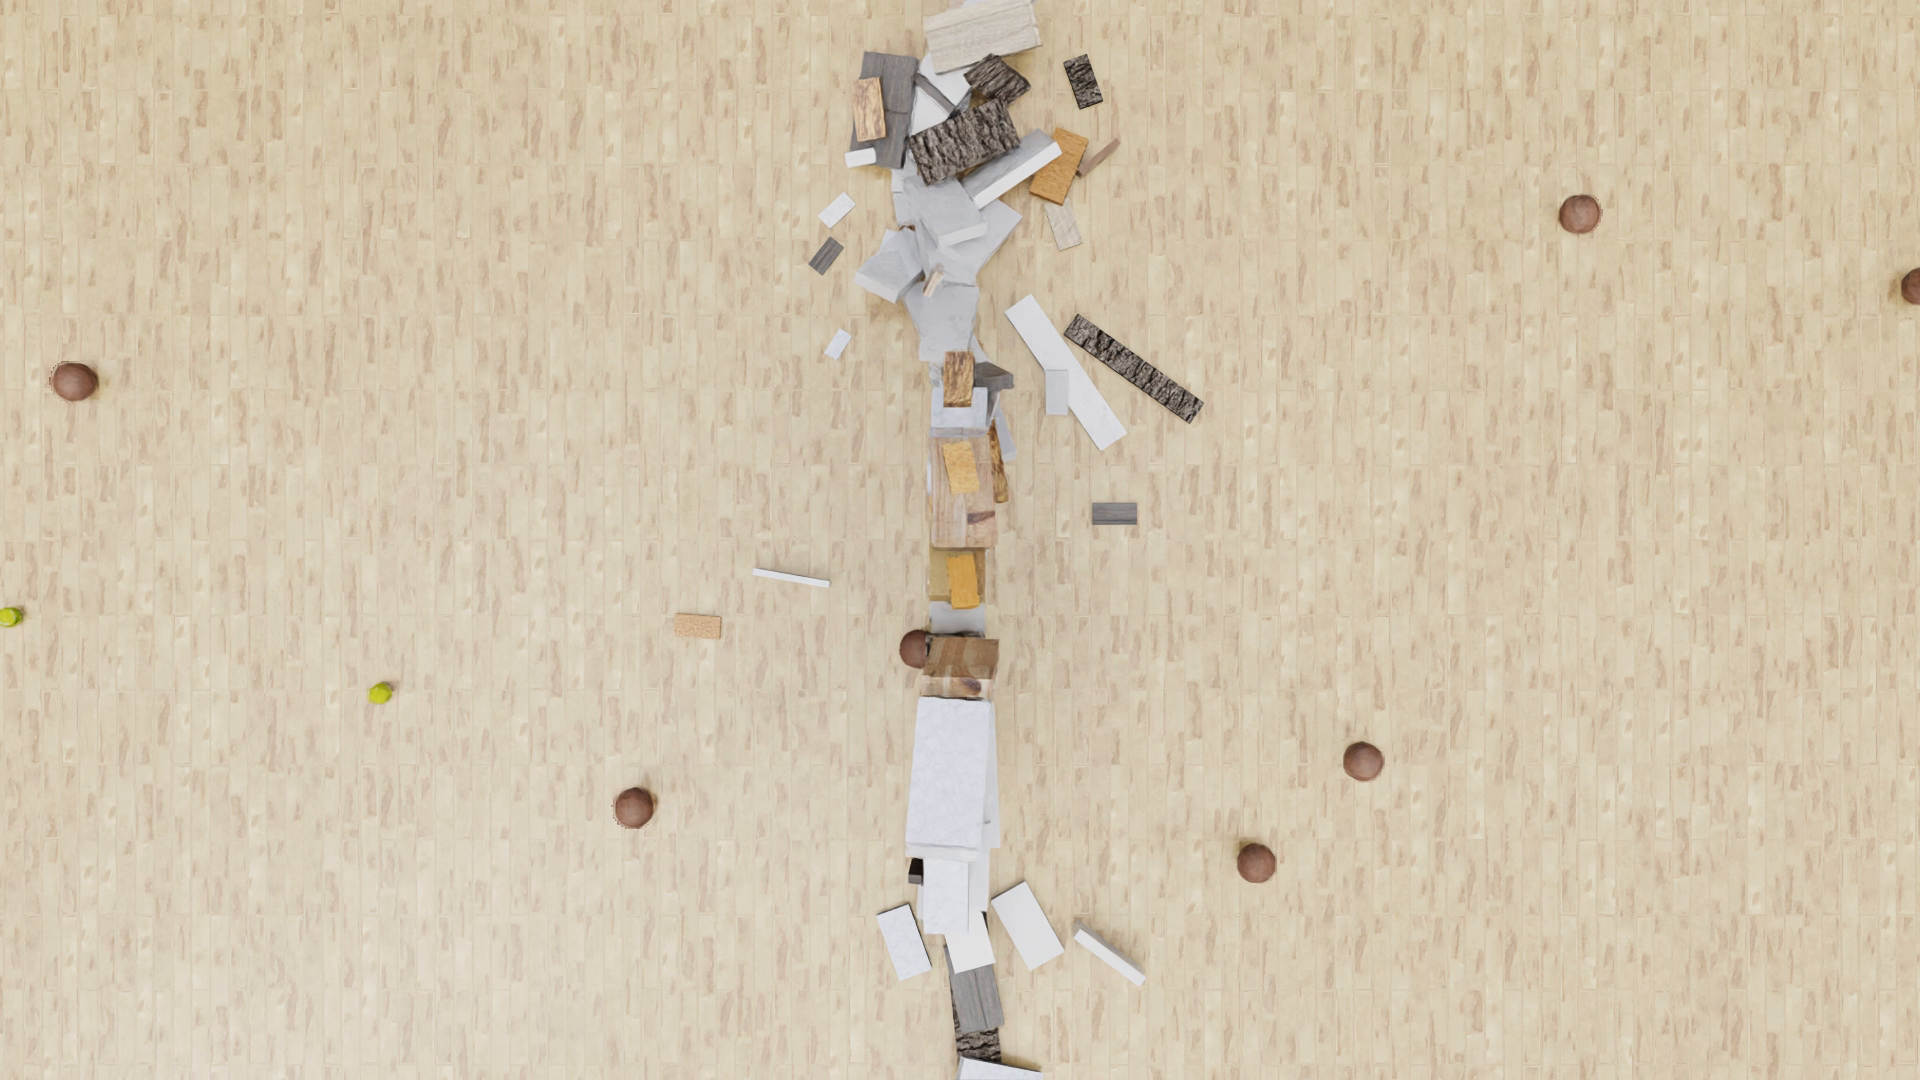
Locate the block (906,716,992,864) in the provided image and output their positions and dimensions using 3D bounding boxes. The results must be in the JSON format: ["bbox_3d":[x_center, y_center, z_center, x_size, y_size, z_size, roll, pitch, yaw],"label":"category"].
[{"bbox_3d":[-0.025,0.588,3.933,0.173,0.049,0.346,5,71,1],"label":"block"}]

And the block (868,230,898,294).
[{"bbox_3d":[-0.225,-0.914,5.485,0.107,0.030,0.214,17,90,0],"label":"block"}]

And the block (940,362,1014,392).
[{"bbox_3d":[0.049,-0.480,4.885,0.148,0.297,0.042,-9,105,-11],"label":"block"}]

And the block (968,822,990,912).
[{"bbox_3d":[0.018,0.789,3.997,0.106,0.030,0.212,2,90,0],"label":"block"}]

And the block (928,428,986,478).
[{"bbox_3d":[-0.007,-0.237,4.482,0.158,0.316,0.045,1,111,-1],"label":"block"}]

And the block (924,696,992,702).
[{"bbox_3d":[-0.006,0.421,4.242,0.177,0.354,0.050,-2,97,0],"label":"block"}]

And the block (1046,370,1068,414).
[{"bbox_3d":[0.322,-0.489,5.462,0.073,0.021,0.147,3,104,19],"label":"block"}]

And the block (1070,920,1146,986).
[{"bbox_3d":[0.488,1.360,5.433,0.266,0.133,0.038,36,90,0],"label":"block"}]

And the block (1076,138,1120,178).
[{"bbox_3d":[0.457,-1.261,5.459,0.164,0.082,0.023,-39,92,0],"label":"block"}]

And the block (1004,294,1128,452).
[{"bbox_3d":[0.351,-0.556,5.485,0.107,0.030,0.563,-35,90,0],"label":"block"}]

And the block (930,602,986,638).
[{"bbox_3d":[-0.006,0.226,4.804,0.161,0.321,0.046,-3,51,-2],"label":"block"}]

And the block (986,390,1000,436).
[{"bbox_3d":[0.015,-0.367,4.889,0.155,0.311,0.044,11,124,5],"label":"block"}]

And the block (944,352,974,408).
[{"bbox_3d":[-0.004,-0.457,4.689,0.081,0.023,0.162,1,69,2],"label":"block"}]

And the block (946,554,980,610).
[{"bbox_3d":[0.008,0.119,4.614,0.076,0.021,0.151,-5,68,-4],"label":"block"}]

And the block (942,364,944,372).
[{"bbox_3d":[-0.004,-0.533,4.979,0.081,0.162,0.023,-3,105,7],"label":"block"}]

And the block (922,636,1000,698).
[{"bbox_3d":[0.005,0.319,4.168,0.173,0.357,0.049,2,102,4],"label":"block"}]

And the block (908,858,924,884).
[{"bbox_3d":[-0.072,0.977,5.321,0.133,0.373,0.038,4,119,6],"label":"block"}]

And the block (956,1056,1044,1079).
[{"bbox_3d":[0.124,1.795,5.430,0.286,0.038,0.135,16,81,-17],"label":"block"}]

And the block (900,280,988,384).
[{"bbox_3d":[-0.047,-0.651,5.198,0.149,0.042,0.477,-19,51,-9],"label":"block"}]

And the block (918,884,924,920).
[{"bbox_3d":[-0.078,1.107,5.334,0.115,0.033,0.230,-1,75,4],"label":"block"}]

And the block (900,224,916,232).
[{"bbox_3d":[-0.139,-1.032,5.476,0.118,0.017,0.059,10,55,0],"label":"block"}]

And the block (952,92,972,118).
[{"bbox_3d":[-0.016,-1.490,5.485,0.106,0.030,0.212,12,90,0],"label":"block"}]

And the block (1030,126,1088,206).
[{"bbox_3d":[0.329,-1.239,5.470,0.118,0.033,0.236,22,85,4],"label":"block"}]

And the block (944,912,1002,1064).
[{"bbox_3d":[0.053,1.614,5.480,0.144,0.041,1.008,-6,90,0],"label":"block"}]

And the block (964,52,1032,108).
[{"bbox_3d":[0.123,-1.493,5.372,0.118,0.236,0.033,-34,65,23],"label":"block"}]

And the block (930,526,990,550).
[{"bbox_3d":[-0.001,-0.003,4.438,0.158,0.451,0.045,0,87,-1],"label":"block"}]

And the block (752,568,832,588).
[{"bbox_3d":[-0.556,0.125,5.462,0.254,0.076,0.021,10,90,0],"label":"block"}]

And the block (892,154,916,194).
[{"bbox_3d":[-0.180,-1.357,5.488,0.082,0.023,0.406,2,90,0],"label":"block"}]

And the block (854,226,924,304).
[{"bbox_3d":[-0.195,-0.890,5.331,0.153,0.043,0.322,29,46,10],"label":"block"}]

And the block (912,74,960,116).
[{"bbox_3d":[-0.076,-1.441,5.337,0.167,0.083,0.024,45,107,2],"label":"block"}]

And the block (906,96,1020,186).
[{"bbox_3d":[0.012,-1.302,5.386,0.341,0.047,0.165,-27,107,-10],"label":"block"}]

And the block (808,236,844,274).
[{"bbox_3d":[-0.446,-0.946,5.492,0.059,0.017,0.118,38,90,0],"label":"block"}]

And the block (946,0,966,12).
[{"bbox_3d":[-0.004,-1.697,5.451,0.106,0.030,0.212,18,90,-1],"label":"block"}]

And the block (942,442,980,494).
[{"bbox_3d":[0.002,-0.186,4.247,0.073,0.021,0.147,-8,57,-6],"label":"block"}]

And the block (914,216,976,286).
[{"bbox_3d":[-0.049,-0.931,5.360,0.153,0.043,0.307,6,51,-23],"label":"block"}]

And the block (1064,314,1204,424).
[{"bbox_3d":[0.579,-0.570,5.488,0.517,0.024,0.083,35,90,0],"label":"block"}]

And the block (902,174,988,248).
[{"bbox_3d":[-0.052,-1.084,5.362,0.165,0.047,0.330,-19,50,-12],"label":"block"}]
